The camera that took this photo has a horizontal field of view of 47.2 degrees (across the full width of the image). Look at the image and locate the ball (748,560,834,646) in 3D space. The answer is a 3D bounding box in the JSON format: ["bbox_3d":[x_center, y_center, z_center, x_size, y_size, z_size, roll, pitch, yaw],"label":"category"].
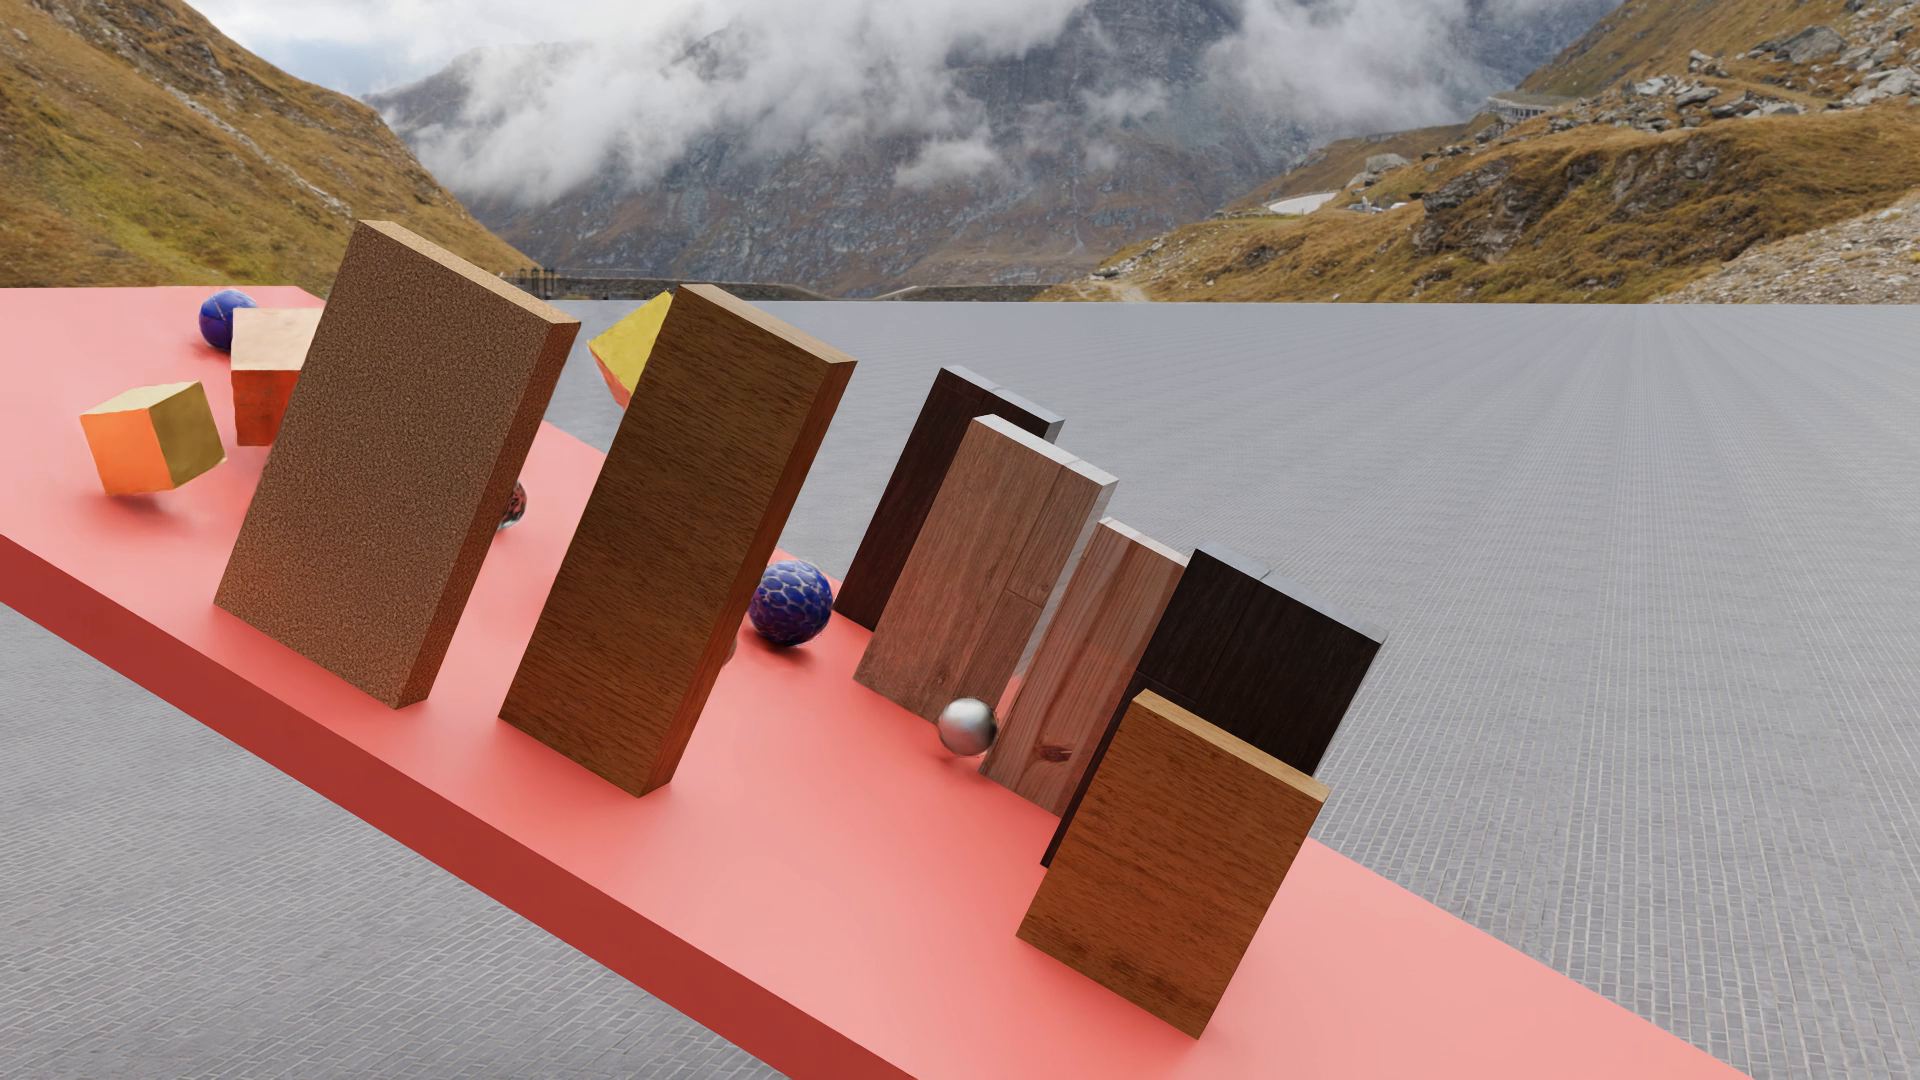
[{"bbox_3d":[-0.353,0.130,4.562,0.179,0.179,0.179,0,7,0],"label":"ball"}]

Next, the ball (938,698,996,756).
[{"bbox_3d":[0.015,0.370,4.343,0.117,0.117,0.117,0,7,0],"label":"ball"}]

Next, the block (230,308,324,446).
[{"bbox_3d":[-1.289,-0.313,4.209,0.185,0.185,0.185,-2,44,-14],"label":"block"}]

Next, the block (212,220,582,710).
[{"bbox_3d":[-0.896,-0.118,3.477,0.365,0.675,0.097,28,14,12],"label":"block"}]

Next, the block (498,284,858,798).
[{"bbox_3d":[-0.461,0.003,3.556,0.278,0.783,0.127,28,14,12],"label":"block"}]

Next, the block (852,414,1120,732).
[{"bbox_3d":[0.052,0.082,4.538,0.300,0.607,0.148,28,14,12],"label":"block"}]

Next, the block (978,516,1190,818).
[{"bbox_3d":[0.356,0.310,4.306,0.444,0.565,0.093,28,14,12],"label":"block"}]

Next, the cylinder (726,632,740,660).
[{"bbox_3d":[-0.513,0.186,4.155,0.135,0.135,0.135,5,18,35],"label":"cylinder"}]

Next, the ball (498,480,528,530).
[{"bbox_3d":[-0.936,-0.078,4.458,0.115,0.115,0.115,0,7,0],"label":"ball"}]

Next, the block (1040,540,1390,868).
[{"bbox_3d":[0.460,0.382,4.009,0.364,0.662,0.138,28,14,12],"label":"block"}]

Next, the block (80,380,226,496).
[{"bbox_3d":[-1.385,-0.175,3.778,0.146,0.146,0.146,-4,21,21],"label":"block"}]

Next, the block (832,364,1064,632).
[{"bbox_3d":[-0.028,-0.056,4.920,0.275,0.607,0.132,28,14,12],"label":"block"}]

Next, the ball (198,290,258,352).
[{"bbox_3d":[-1.585,-0.477,4.777,0.134,0.134,0.134,0,7,0],"label":"ball"}]

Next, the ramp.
[{"bbox_3d":[-0.258,0.437,4.167,4.000,0.100,2.000,28,14,12],"label":"ramp"}]

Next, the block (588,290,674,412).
[{"bbox_3d":[-0.590,-0.333,4.401,0.192,0.192,0.192,-36,58,-12],"label":"block"}]

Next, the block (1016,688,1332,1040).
[{"bbox_3d":[0.353,0.538,3.663,0.348,0.460,0.105,28,14,12],"label":"block"}]
